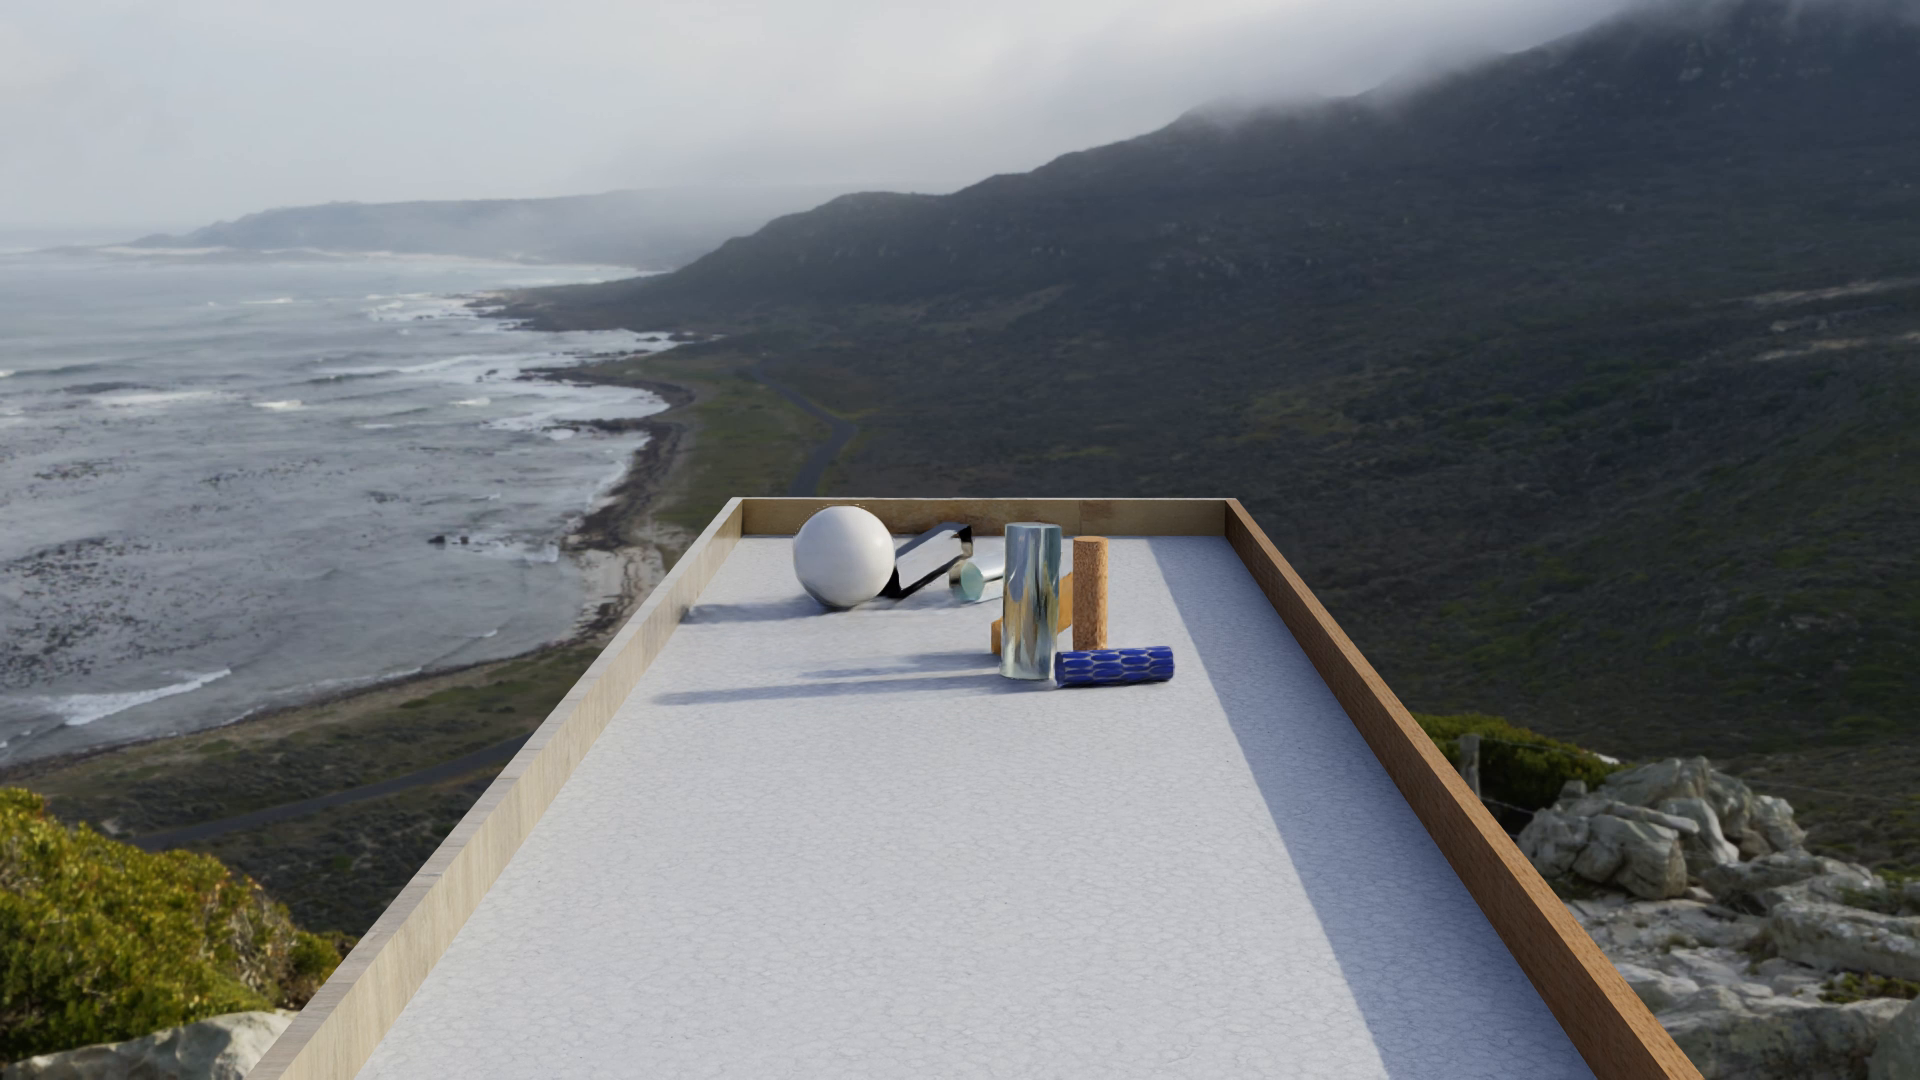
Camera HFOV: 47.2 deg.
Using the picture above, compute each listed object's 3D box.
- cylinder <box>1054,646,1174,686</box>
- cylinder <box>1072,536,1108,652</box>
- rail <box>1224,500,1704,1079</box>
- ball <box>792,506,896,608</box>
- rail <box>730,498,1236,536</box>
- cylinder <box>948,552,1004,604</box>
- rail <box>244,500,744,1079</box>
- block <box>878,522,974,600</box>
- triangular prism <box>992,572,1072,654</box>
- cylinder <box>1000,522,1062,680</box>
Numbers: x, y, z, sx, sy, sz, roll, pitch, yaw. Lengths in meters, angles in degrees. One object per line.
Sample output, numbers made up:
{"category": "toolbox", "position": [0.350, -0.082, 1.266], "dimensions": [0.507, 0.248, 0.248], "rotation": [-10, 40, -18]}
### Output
{"category": "cylinder", "position": [0.447, 0.366, 6.378], "dimensions": [0.333, 0.101, 0.101], "rotation": [-2, 9, -15]}
{"category": "cylinder", "position": [0.396, 0.180, 6.694], "dimensions": [0.106, 0.370, 0.106], "rotation": [0, 9, 0]}
{"category": "rail", "position": [1.046, 0.843, 3.208], "dimensions": [0.050, 0.150, 12.000], "rotation": [0, 9, 1]}
{"category": "ball", "position": [-0.398, 0.056, 7.530], "dimensions": [0.352, 0.352, 0.352], "rotation": [0, 9, 0]}
{"category": "rail", "position": [0.099, -0.098, 9.147], "dimensions": [2.100, 0.150, 0.050], "rotation": [0, 9, 1]}
{"category": "cylinder", "position": [0.154, 0.118, 7.767], "dimensions": [0.154, 0.154, 0.449], "rotation": [7, 11, 36]}
{"category": "rail", "position": [-1.004, 0.839, 3.234], "dimensions": [0.050, 0.150, 12.000], "rotation": [0, 9, 1]}
{"category": "block", "position": [-0.130, 0.070, 7.852], "dimensions": [0.118, 0.118, 0.423], "rotation": [10, 27, 37]}
{"category": "triangular prism", "position": [0.245, 0.227, 6.794], "dimensions": [0.330, 0.118, 0.137], "rotation": [-32, 24, -26]}
{"category": "cylinder", "position": [0.207, 0.178, 6.431], "dimensions": [0.164, 0.445, 0.164], "rotation": [2, 6, 0]}
